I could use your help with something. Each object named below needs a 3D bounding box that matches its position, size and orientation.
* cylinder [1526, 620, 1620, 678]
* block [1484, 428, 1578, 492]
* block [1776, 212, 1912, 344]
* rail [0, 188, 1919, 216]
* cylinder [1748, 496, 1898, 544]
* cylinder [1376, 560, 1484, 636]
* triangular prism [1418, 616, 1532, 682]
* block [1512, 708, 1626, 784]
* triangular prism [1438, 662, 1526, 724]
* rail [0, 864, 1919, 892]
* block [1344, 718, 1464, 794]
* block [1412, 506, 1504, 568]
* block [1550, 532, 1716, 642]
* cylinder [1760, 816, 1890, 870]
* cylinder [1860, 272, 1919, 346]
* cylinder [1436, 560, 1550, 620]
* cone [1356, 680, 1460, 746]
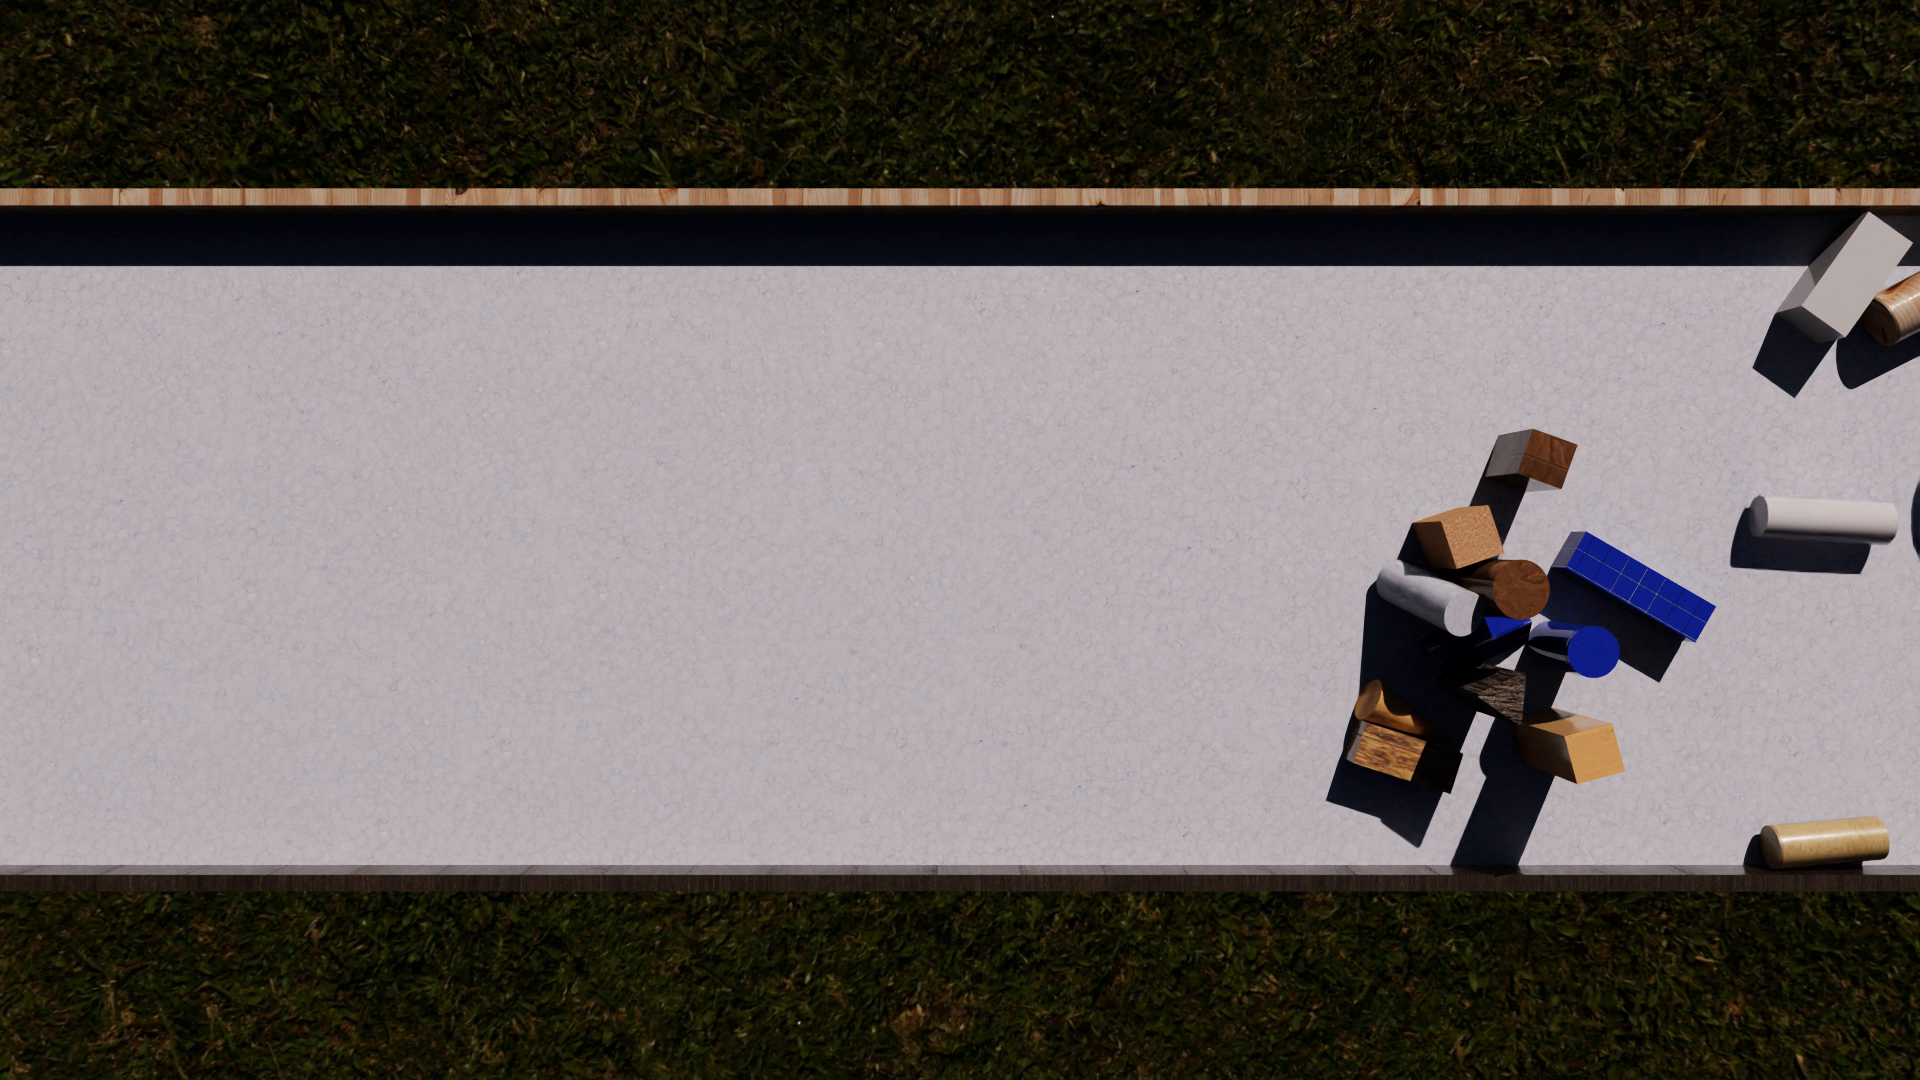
[{"bbox_3d":[1.820,0.322,4.907,0.150,0.338,0.150,0,90,0],"label":"cylinder"},{"bbox_3d":[1.698,-0.235,4.922,0.137,0.308,0.137,20,90,0],"label":"block"},{"bbox_3d":[2.674,-0.792,4.996,0.161,0.161,0.345,36,90,0],"label":"block"},{"bbox_3d":[-2.247,-1.025,5.002,12.000,0.150,0.050,0,90,0],"label":"rail"},{"bbox_3d":[2.621,-0.062,5.013,0.391,0.128,0.128,3,90,0],"label":"cylinder"},{"bbox_3d":[1.389,0.169,4.887,0.135,0.356,0.135,-5,106,-18],"label":"cylinder"},{"bbox_3d":[1.576,0.305,5.010,0.305,0.125,0.145,-24,90,0],"label":"triangular prism"},{"bbox_3d":[1.779,0.600,4.849,0.139,0.455,0.139,-15,90,0],"label":"block"},{"bbox_3d":[1.566,0.430,4.875,0.147,0.402,0.128,36,90,0],"label":"triangular prism"},{"bbox_3d":[-2.247,1.025,5.001,12.000,0.150,0.050,0,90,0],"label":"rail"},{"bbox_3d":[1.346,0.655,5.012,0.306,0.128,0.128,18,90,0],"label":"block"},{"bbox_3d":[1.484,-0.008,4.924,0.146,0.305,0.146,-19,90,0],"label":"block"},{"bbox_3d":[2.044,0.141,5.013,0.450,0.126,0.126,30,90,0],"label":"block"},{"bbox_3d":[2.624,0.919,5.011,0.326,0.133,0.133,-5,90,0],"label":"cylinder"},{"bbox_3d":[2.959,-0.749,4.995,0.396,0.163,0.163,-27,90,0],"label":"cylinder"},{"bbox_3d":[1.560,0.142,4.866,0.172,0.400,0.172,0,90,-8],"label":"cylinder"},{"bbox_3d":[1.392,0.560,5.043,0.345,0.135,0.135,27,90,-11],"label":"cone"}]
